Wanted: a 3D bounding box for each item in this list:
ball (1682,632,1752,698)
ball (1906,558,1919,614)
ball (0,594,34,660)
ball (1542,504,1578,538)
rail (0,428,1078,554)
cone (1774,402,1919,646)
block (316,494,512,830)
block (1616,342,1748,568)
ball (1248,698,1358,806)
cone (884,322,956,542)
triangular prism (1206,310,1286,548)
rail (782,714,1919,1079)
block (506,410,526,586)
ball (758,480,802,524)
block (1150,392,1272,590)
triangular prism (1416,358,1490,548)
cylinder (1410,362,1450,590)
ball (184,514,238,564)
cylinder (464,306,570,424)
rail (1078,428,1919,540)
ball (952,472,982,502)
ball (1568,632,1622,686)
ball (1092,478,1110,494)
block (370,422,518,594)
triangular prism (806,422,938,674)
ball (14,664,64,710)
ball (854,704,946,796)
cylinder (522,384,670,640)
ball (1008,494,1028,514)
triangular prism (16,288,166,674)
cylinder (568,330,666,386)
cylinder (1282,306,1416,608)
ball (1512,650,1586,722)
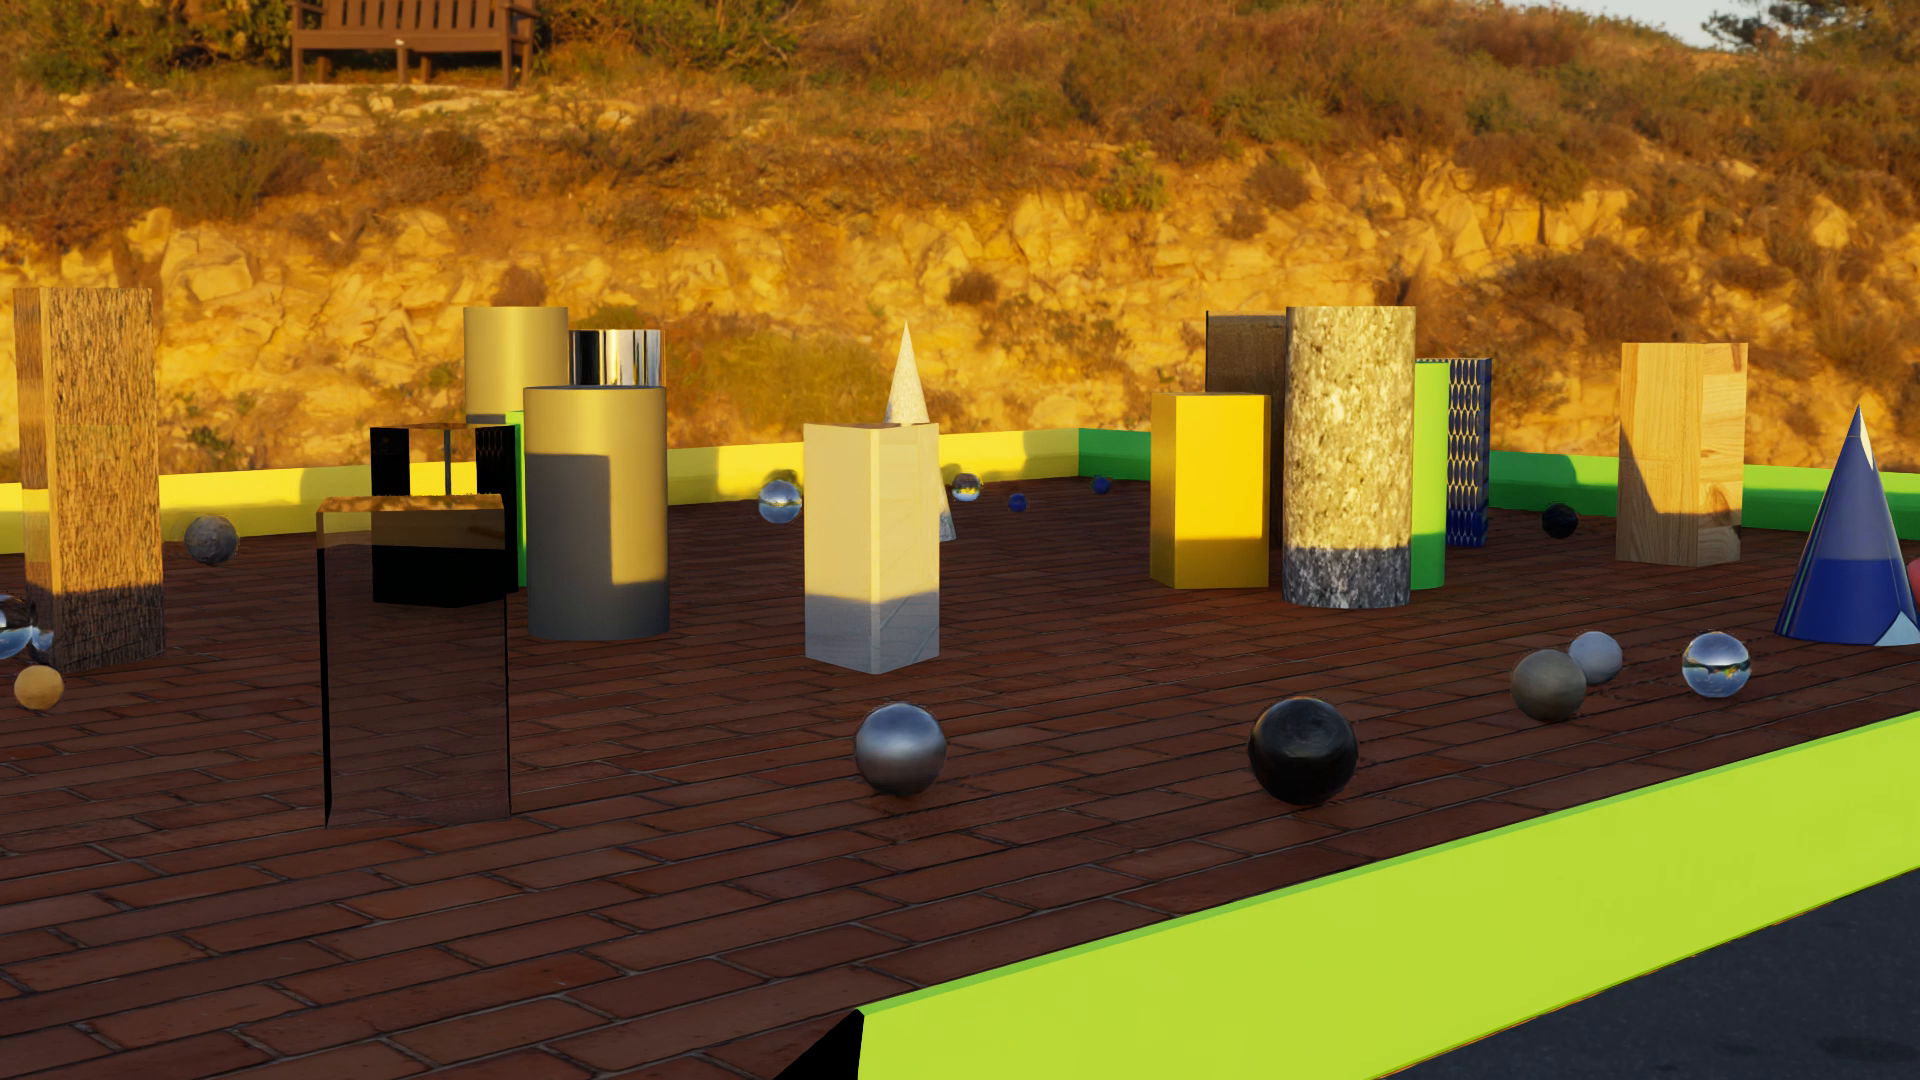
[{"bbox_3d":[0.869,0.144,2.528,0.076,0.076,0.076,0,6,0],"label":"ball"},{"bbox_3d":[1.386,0.070,3.131,0.096,0.096,0.096,0,6,0],"label":"ball"},{"bbox_3d":[-1.216,0.109,2.777,0.084,0.084,0.084,0,6,0],"label":"ball"},{"bbox_3d":[1.168,-0.036,4.282,0.069,0.069,0.069,0,6,0],"label":"ball"},{"bbox_3d":[-1.129,-0.095,4.549,3.984,0.127,0.045,-5,8,-42],"label":"rail"},{"bbox_3d":[1.221,-0.028,3.003,0.195,0.319,0.195,0,6,0],"label":"cone"},{"bbox_3d":[-0.485,0.103,1.964,0.156,0.274,0.156,-1,6,-13],"label":"block"},{"bbox_3d":[1.280,-0.156,3.903,0.156,0.386,0.156,-6,8,-44],"label":"block"},{"bbox_3d":[0.309,0.190,1.980,0.097,0.097,0.097,0,6,0],"label":"ball"},{"bbox_3d":[-0.104,-0.215,4.280,0.195,0.425,0.195,0,6,0],"label":"cone"},{"bbox_3d":[0.551,-0.212,4.163,0.169,0.443,0.146,1,6,8],"label":"triangular prism"},{"bbox_3d":[1.129,0.161,2.115,3.984,0.127,0.045,-5,8,-42],"label":"rail"},{"bbox_3d":[-0.634,-0.072,3.597,0.156,0.281,0.156,2,6,14],"label":"block"},{"bbox_3d":[-0.374,-0.078,4.569,0.092,0.092,0.092,0,6,0],"label":"ball"},{"bbox_3d":[0.407,-0.084,3.588,0.156,0.308,0.156,-1,6,-10],"label":"block"},{"bbox_3d":[0.970,-0.172,4.220,0.146,0.352,0.169,-6,8,-42],"label":"triangular prism"},{"bbox_3d":[0.694,-0.109,3.581,0.195,0.359,0.195,0,6,0],"label":"cylinder"},{"bbox_3d":[-1.311,-0.001,3.849,0.088,0.088,0.088,0,6,0],"label":"ball"},{"bbox_3d":[-0.844,-0.219,4.198,0.195,0.449,0.195,0,6,0],"label":"cylinder"},{"bbox_3d":[1.446,-0.106,4.659,0.045,0.127,3.378,-5,8,-42],"label":"rail"},{"bbox_3d":[0.015,-0.121,5.088,0.070,0.070,0.070,0,6,0],"label":"ball"},{"bbox_3d":[0.755,0.141,2.614,0.064,0.064,0.064,0,6,0],"label":"ball"},{"bbox_3d":[0.341,-0.130,5.301,0.043,0.043,0.043,0,6,0],"label":"ball"},{"bbox_3d":[-0.803,-0.046,3.431,0.156,0.264,0.156,3,7,26],"label":"block"},{"bbox_3d":[-0.089,0.004,2.788,0.146,0.300,0.169,-4,7,-34],"label":"triangular prism"},{"bbox_3d":[-1.027,0.164,2.451,0.051,0.051,0.051,0,6,0],"label":"ball"},{"bbox_3d":[-0.055,0.193,2.017,0.085,0.085,0.085,0,6,0],"label":"ball"},{"bbox_3d":[-0.502,-0.042,3.043,0.195,0.338,0.195,0,6,0],"label":"cylinder"},{"bbox_3d":[0.127,-0.080,4.820,0.043,0.043,0.043,0,6,0],"label":"ball"},{"bbox_3d":[-1.089,-0.082,2.782,0.146,0.471,0.169,-4,7,-33],"label":"triangular prism"},{"bbox_3d":[-0.684,-0.216,4.386,0.195,0.405,0.195,0,6,0],"label":"cylinder"},{"bbox_3d":[0.593,-0.131,3.359,0.195,0.449,0.195,0,6,0],"label":"cylinder"},{"bbox_3d":[0.637,0.158,2.379,0.079,0.079,0.079,0,6,0],"label":"ball"}]
